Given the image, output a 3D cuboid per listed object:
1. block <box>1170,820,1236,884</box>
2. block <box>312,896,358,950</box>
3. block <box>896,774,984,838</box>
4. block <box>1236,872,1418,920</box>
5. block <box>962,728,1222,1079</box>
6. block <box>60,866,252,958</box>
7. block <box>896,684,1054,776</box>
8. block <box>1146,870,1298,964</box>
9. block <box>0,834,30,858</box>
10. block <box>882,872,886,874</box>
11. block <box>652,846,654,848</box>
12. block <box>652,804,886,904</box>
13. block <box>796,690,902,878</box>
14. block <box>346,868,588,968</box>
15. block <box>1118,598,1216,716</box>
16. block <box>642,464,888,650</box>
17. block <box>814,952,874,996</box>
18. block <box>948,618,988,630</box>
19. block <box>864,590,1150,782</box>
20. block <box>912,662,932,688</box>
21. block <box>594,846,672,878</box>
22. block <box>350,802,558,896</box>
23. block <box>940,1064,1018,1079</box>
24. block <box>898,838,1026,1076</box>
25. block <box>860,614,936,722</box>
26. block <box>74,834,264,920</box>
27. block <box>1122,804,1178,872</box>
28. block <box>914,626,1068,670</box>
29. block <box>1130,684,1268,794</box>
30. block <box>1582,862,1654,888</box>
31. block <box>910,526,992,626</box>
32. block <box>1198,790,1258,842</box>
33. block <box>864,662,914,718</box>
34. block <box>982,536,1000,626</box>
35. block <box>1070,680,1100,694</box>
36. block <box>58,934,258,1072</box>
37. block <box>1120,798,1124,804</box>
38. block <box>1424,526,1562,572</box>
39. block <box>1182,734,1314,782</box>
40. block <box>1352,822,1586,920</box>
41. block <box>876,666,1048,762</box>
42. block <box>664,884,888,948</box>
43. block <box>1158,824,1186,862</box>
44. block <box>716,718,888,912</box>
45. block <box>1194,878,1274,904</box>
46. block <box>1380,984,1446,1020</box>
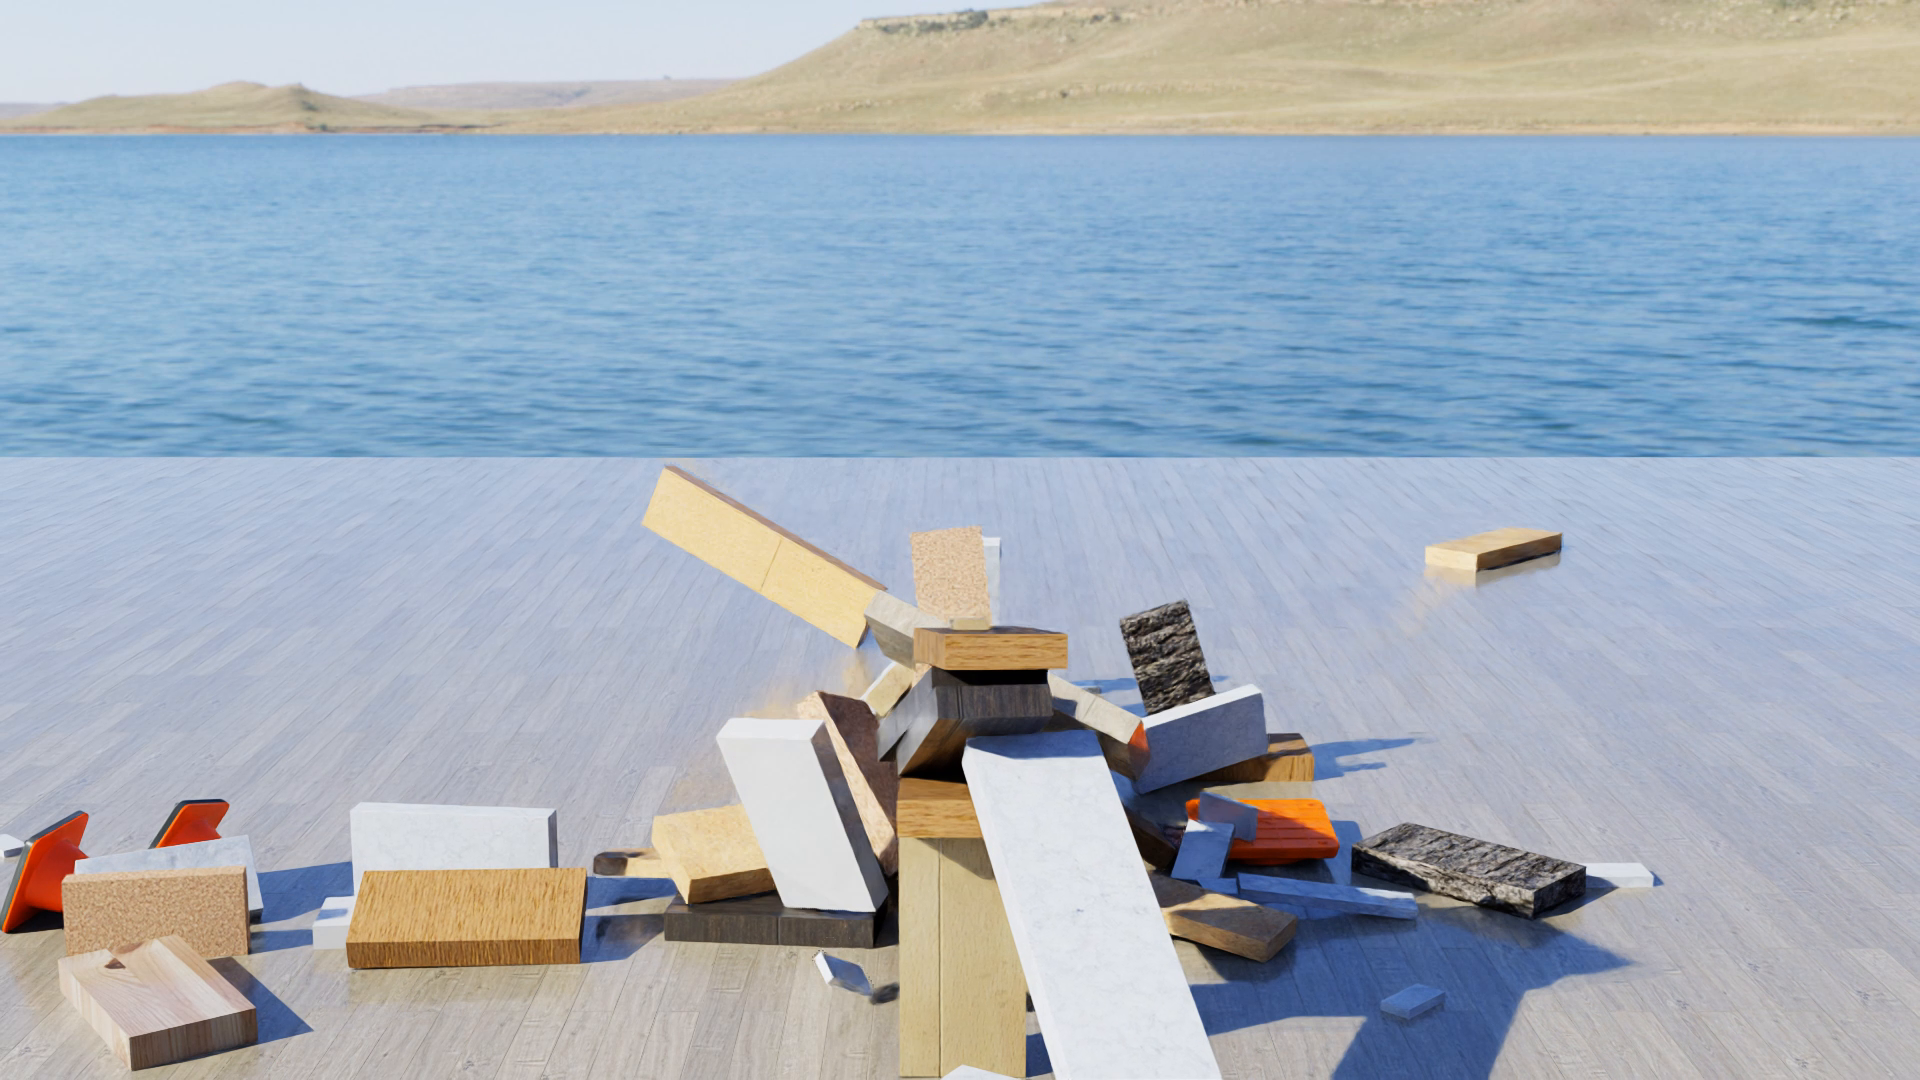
[{"bbox_3d":[0.414,0.537,3.743,0.080,0.023,0.160,3,31,17],"label":"block"},{"bbox_3d":[-0.881,0.603,3.494,0.265,0.037,0.132,-1,11,-7],"label":"block"},{"bbox_3d":[0.004,0.352,3.011,0.169,0.048,0.338,0,3,0],"label":"block"},{"bbox_3d":[0.596,0.579,3.576,0.288,0.018,0.065,7,14,1],"label":"block"},{"bbox_3d":[0.183,0.552,2.559,0.173,0.049,0.877,-3,41,-14],"label":"block"},{"bbox_3d":[-1.233,0.576,3.380,0.265,0.132,0.037,-2,11,-9],"label":"block"},{"bbox_3d":[0.015,0.255,2.923,0.149,0.042,0.298,-1,-20,-12],"label":"block"},{"bbox_3d":[0.333,0.581,3.500,0.389,0.034,0.119,13,18,29],"label":"block"},{"bbox_3d":[-1.691,0.541,3.895,0.092,0.013,0.046,10,14,42],"label":"block"},{"bbox_3d":[-0.283,0.525,3.768,0.375,0.030,0.104,6,10,-2],"label":"block"},{"bbox_3d":[-0.488,0.546,3.868,0.096,0.014,0.048,-6,12,-28],"label":"block"},{"bbox_3d":[-0.312,0.500,3.611,0.347,0.049,0.173,-5,31,-27],"label":"block"},{"bbox_3d":[-0.138,0.409,3.653,0.047,0.335,0.167,-39,-25,16],"label":"block"},{"bbox_3d":[-0.759,0.584,3.409,0.346,0.049,0.173,0,30,-5],"label":"block"},{"bbox_3d":[0.416,0.265,4.311,0.138,0.275,0.039,-17,17,3],"label":"block"},{"bbox_3d":[-0.490,0.038,5.455,0.647,0.165,0.047,29,20,14],"label":"block"},{"bbox_3d":[-0.169,0.633,3.205,0.095,0.014,0.048,31,19,-48],"label":"block"},{"bbox_3d":[0.011,0.115,2.996,0.048,0.014,0.095,0,-1,-4],"label":"block"},{"bbox_3d":[0.075,0.232,3.504,0.483,0.047,0.167,25,-19,21],"label":"block"},{"bbox_3d":[0.007,0.247,3.192,0.157,0.045,0.386,-1,-18,-4],"label":"block"},{"bbox_3d":[-0.492,0.538,3.658,0.209,0.030,0.104,1,1,11],"label":"block"},{"bbox_3d":[-0.824,0.520,3.593,0.330,0.165,0.047,1,11,6],"label":"block"},{"bbox_3d":[-0.012,0.718,2.636,0.149,0.042,0.298,6,12,31],"label":"block"},{"bbox_3d":[0.004,0.550,2.953,0.169,0.338,0.048,0,8,0],"label":"block"},{"bbox_3d":[-0.121,0.262,4.046,0.039,0.275,0.138,40,-5,8],"label":"block"},{"bbox_3d":[-1.261,0.557,3.508,0.265,0.132,0.037,-6,-31,-29],"label":"block"},{"bbox_3d":[0.188,0.435,3.800,0.390,0.044,0.154,33,3,-15],"label":"block"},{"bbox_3d":[0.036,0.143,2.948,0.157,0.045,0.315,0,-1,-8],"label":"block"},{"bbox_3d":[0.455,0.383,4.236,0.275,0.138,0.039,-16,26,-14],"label":"block"},{"bbox_3d":[1.098,0.569,3.731,0.136,0.019,0.068,0,11,-1],"label":"block"},{"bbox_3d":[-0.014,0.127,4.555,0.149,0.298,0.042,-6,-9,1],"label":"block"},{"bbox_3d":[0.467,0.482,3.842,0.017,0.059,0.119,-3,11,-43],"label":"block"},{"bbox_3d":[-0.080,0.250,3.922,0.044,0.154,0.308,41,-1,10],"label":"block"},{"bbox_3d":[0.011,0.140,4.845,0.153,0.305,0.043,2,24,3],"label":"block"},{"bbox_3d":[0.249,0.338,4.978,0.124,0.018,0.062,-4,11,-20],"label":"block"},{"bbox_3d":[-1.156,0.659,3.160,0.173,0.049,0.356,-8,13,-36],"label":"block"},{"bbox_3d":[0.243,0.497,4.119,0.124,0.018,0.062,2,11,9],"label":"block"},{"bbox_3d":[1.601,0.024,6.584,0.173,0.049,0.482,10,15,44],"label":"block"},{"bbox_3d":[0.518,0.432,4.384,0.347,0.049,0.173,0,11,0],"label":"block"},{"bbox_3d":[0.857,0.556,3.717,0.347,0.049,0.173,10,14,43],"label":"block"},{"bbox_3d":[-0.001,0.241,3.008,0.158,0.045,0.315,1,-20,-16],"label":"block"},{"bbox_3d":[-0.291,0.595,3.514,0.330,0.047,0.165,1,11,6],"label":"block"},{"bbox_3d":[0.388,0.538,3.890,0.059,0.017,0.162,5,10,-2],"label":"block"},{"bbox_3d":[-0.240,0.423,3.372,0.167,0.335,0.047,-2,32,28],"label":"block"},{"bbox_3d":[0.450,0.574,3.600,0.119,0.017,0.059,3,15,-15],"label":"block"},{"bbox_3d":[0.659,0.670,3.199,0.048,0.014,0.095,10,15,44],"label":"block"}]
